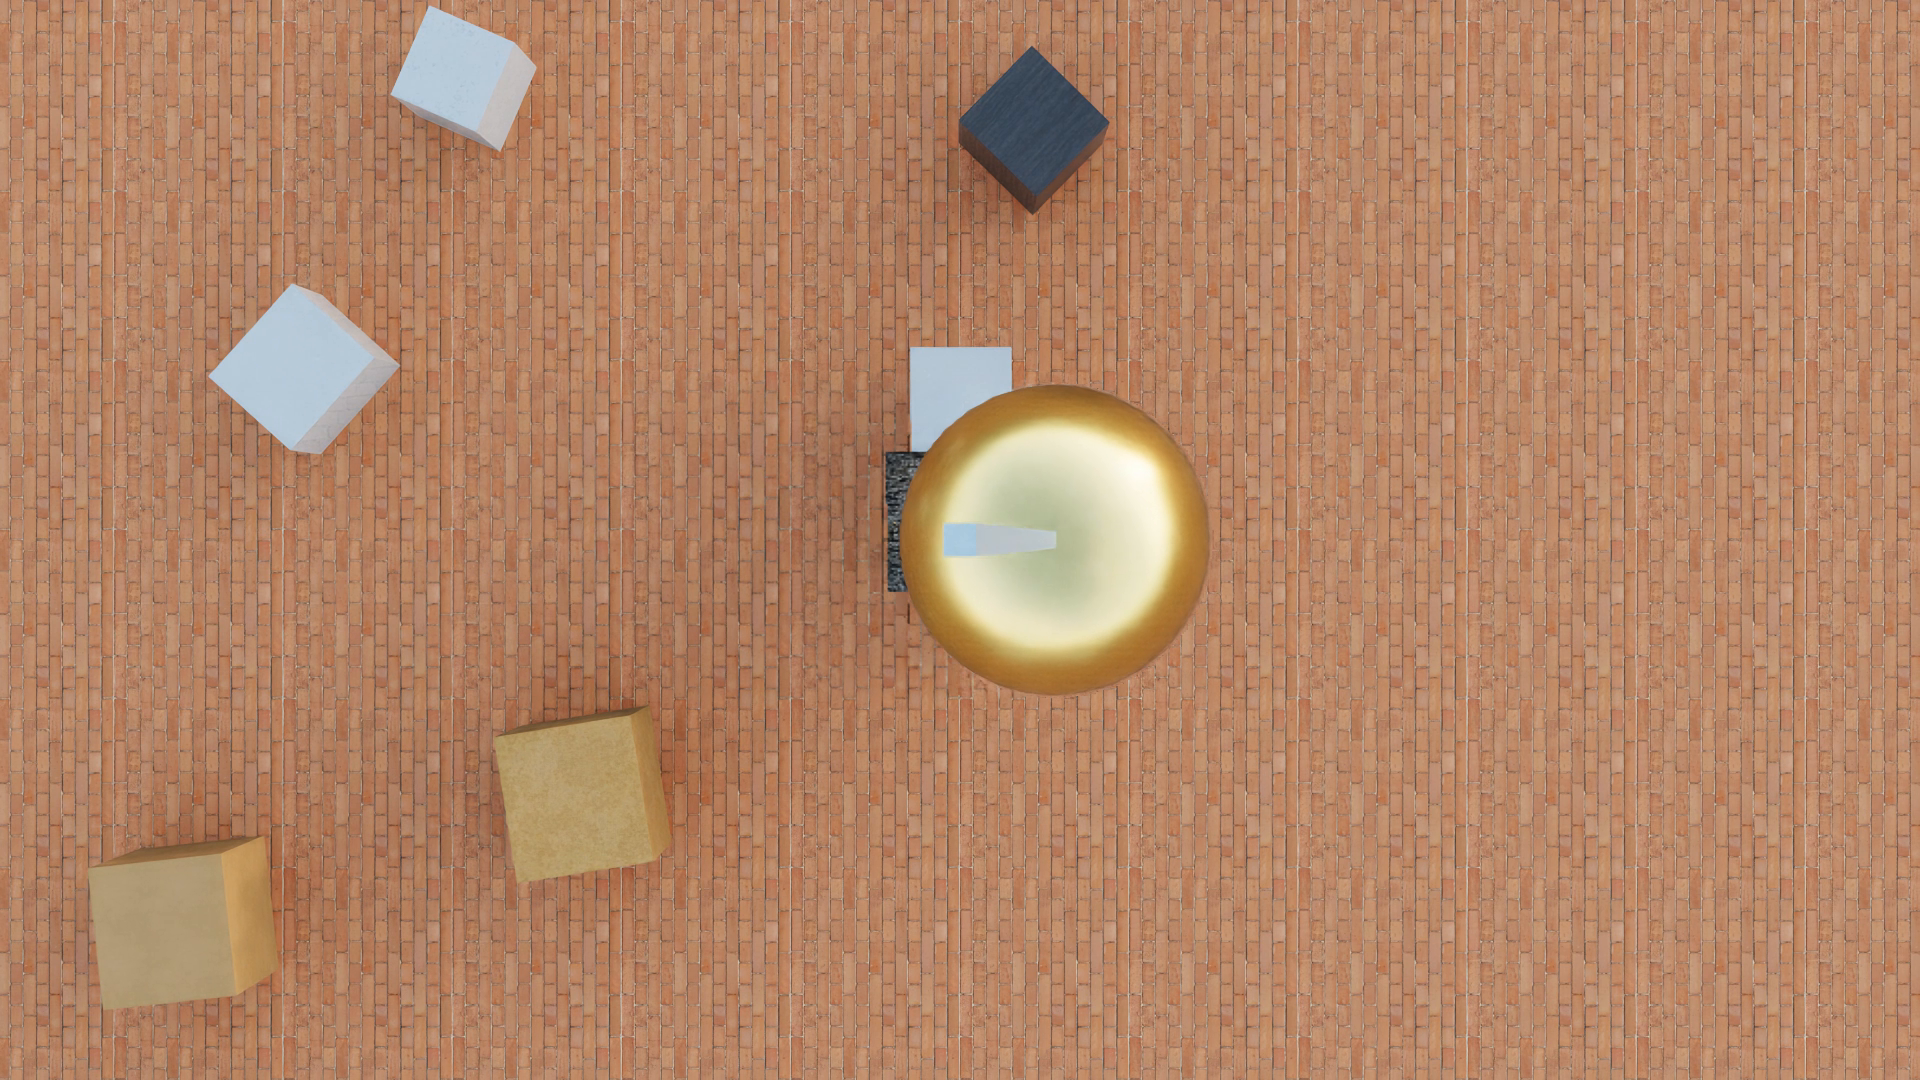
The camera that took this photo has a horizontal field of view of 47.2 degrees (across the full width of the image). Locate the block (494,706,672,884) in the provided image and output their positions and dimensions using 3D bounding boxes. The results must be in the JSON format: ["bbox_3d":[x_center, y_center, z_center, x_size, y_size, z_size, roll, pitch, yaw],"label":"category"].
[{"bbox_3d":[-2.149,1.442,12.613,0.768,0.774,0.823,-9,90,0],"label":"block"}]

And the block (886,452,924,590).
[{"bbox_3d":[-0.044,-0.105,12.624,0.729,0.752,0.776,0,90,0],"label":"block"}]

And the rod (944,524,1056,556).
[{"bbox_3d":[0.210,0.000,7.886,0.080,5.200,0.080,0,90,5],"label":"rod"}]

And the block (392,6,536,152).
[{"bbox_3d":[-2.850,-2.648,12.677,0.523,0.646,0.546,24,90,0],"label":"block"}]

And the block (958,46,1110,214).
[{"bbox_3d":[0.415,-2.343,12.650,0.613,0.701,0.585,44,90,0],"label":"block"}]

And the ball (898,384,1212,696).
[{"bbox_3d":[0.484,0.000,11.275,1.600,1.600,1.600,0,90,0],"label":"ball"}]

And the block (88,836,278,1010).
[{"bbox_3d":[-4.441,2.181,12.619,0.746,0.762,0.795,-6,90,0],"label":"block"}]

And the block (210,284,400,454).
[{"bbox_3d":[-3.775,-0.977,12.708,0.625,0.584,0.706,42,90,0],"label":"block"}]

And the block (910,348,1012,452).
[{"bbox_3d":[0.005,-0.786,12.648,0.563,0.705,0.585,0,90,0],"label":"block"}]
